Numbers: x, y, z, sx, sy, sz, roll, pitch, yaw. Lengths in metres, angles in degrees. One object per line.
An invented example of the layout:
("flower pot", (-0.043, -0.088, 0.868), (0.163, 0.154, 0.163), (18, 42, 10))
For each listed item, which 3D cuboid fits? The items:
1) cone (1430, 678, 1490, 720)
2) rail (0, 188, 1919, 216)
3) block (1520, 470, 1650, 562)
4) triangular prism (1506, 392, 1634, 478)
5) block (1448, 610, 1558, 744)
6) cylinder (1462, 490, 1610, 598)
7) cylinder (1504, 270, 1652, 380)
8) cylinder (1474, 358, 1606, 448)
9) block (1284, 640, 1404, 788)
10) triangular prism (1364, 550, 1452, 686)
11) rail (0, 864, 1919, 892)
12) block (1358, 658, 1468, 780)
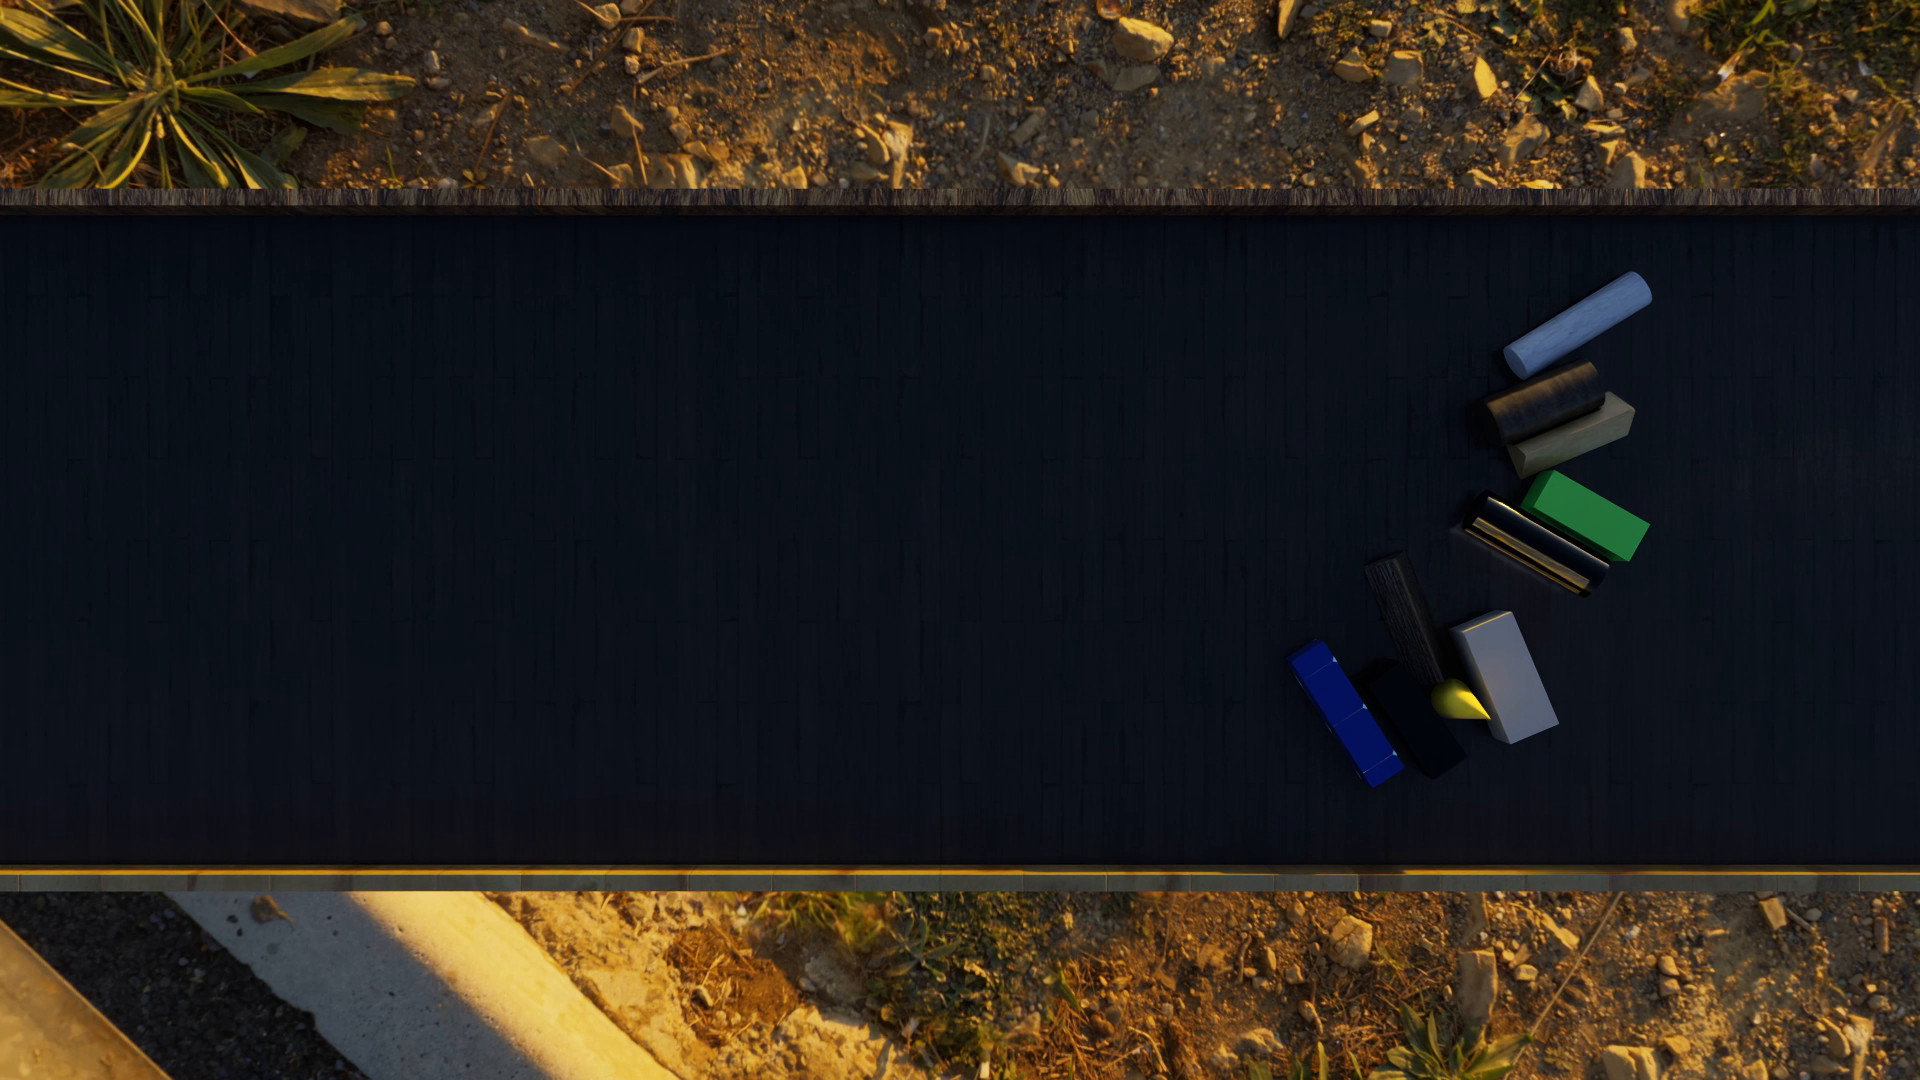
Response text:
("cone", (1.506, 0.497, 4.868), (0.125, 0.411, 0.125), (0, 93, 1))
("rail", (-2.247, -1.025, 5.002), (12.000, 0.150, 0.050), (0, 90, 0))
("block", (1.895, -0.073, 5.012), (0.331, 0.129, 0.129), (30, 90, 0))
("triangular prism", (1.860, -0.322, 5.010), (0.356, 0.126, 0.146), (-23, 90, 0))
("block", (1.644, 0.412, 4.998), (0.158, 0.158, 0.362), (-23, 90, 0))
("cylinder", (1.746, 0.011, 5.006), (0.418, 0.141, 0.141), (30, 90, 0))
("cylinder", (1.878, -0.653, 5.018), (0.442, 0.118, 0.118), (-31, 90, 0))
("cylinder", (1.756, -0.415, 4.997), (0.337, 0.160, 0.160), (-23, 90, 0))
("block", (1.168, 0.526, 5.019), (0.116, 0.116, 0.453), (-33, 90, 0))
("triangular prism", (1.378, 0.242, 5.014), (0.138, 0.119, 0.400), (-22, 90, 0))
("rail", (-2.247, 1.025, 5.001), (12.000, 0.150, 0.050), (0, 90, 0))
("block", (1.375, 0.543, 5.015), (0.123, 0.123, 0.348), (-35, 90, 0))
